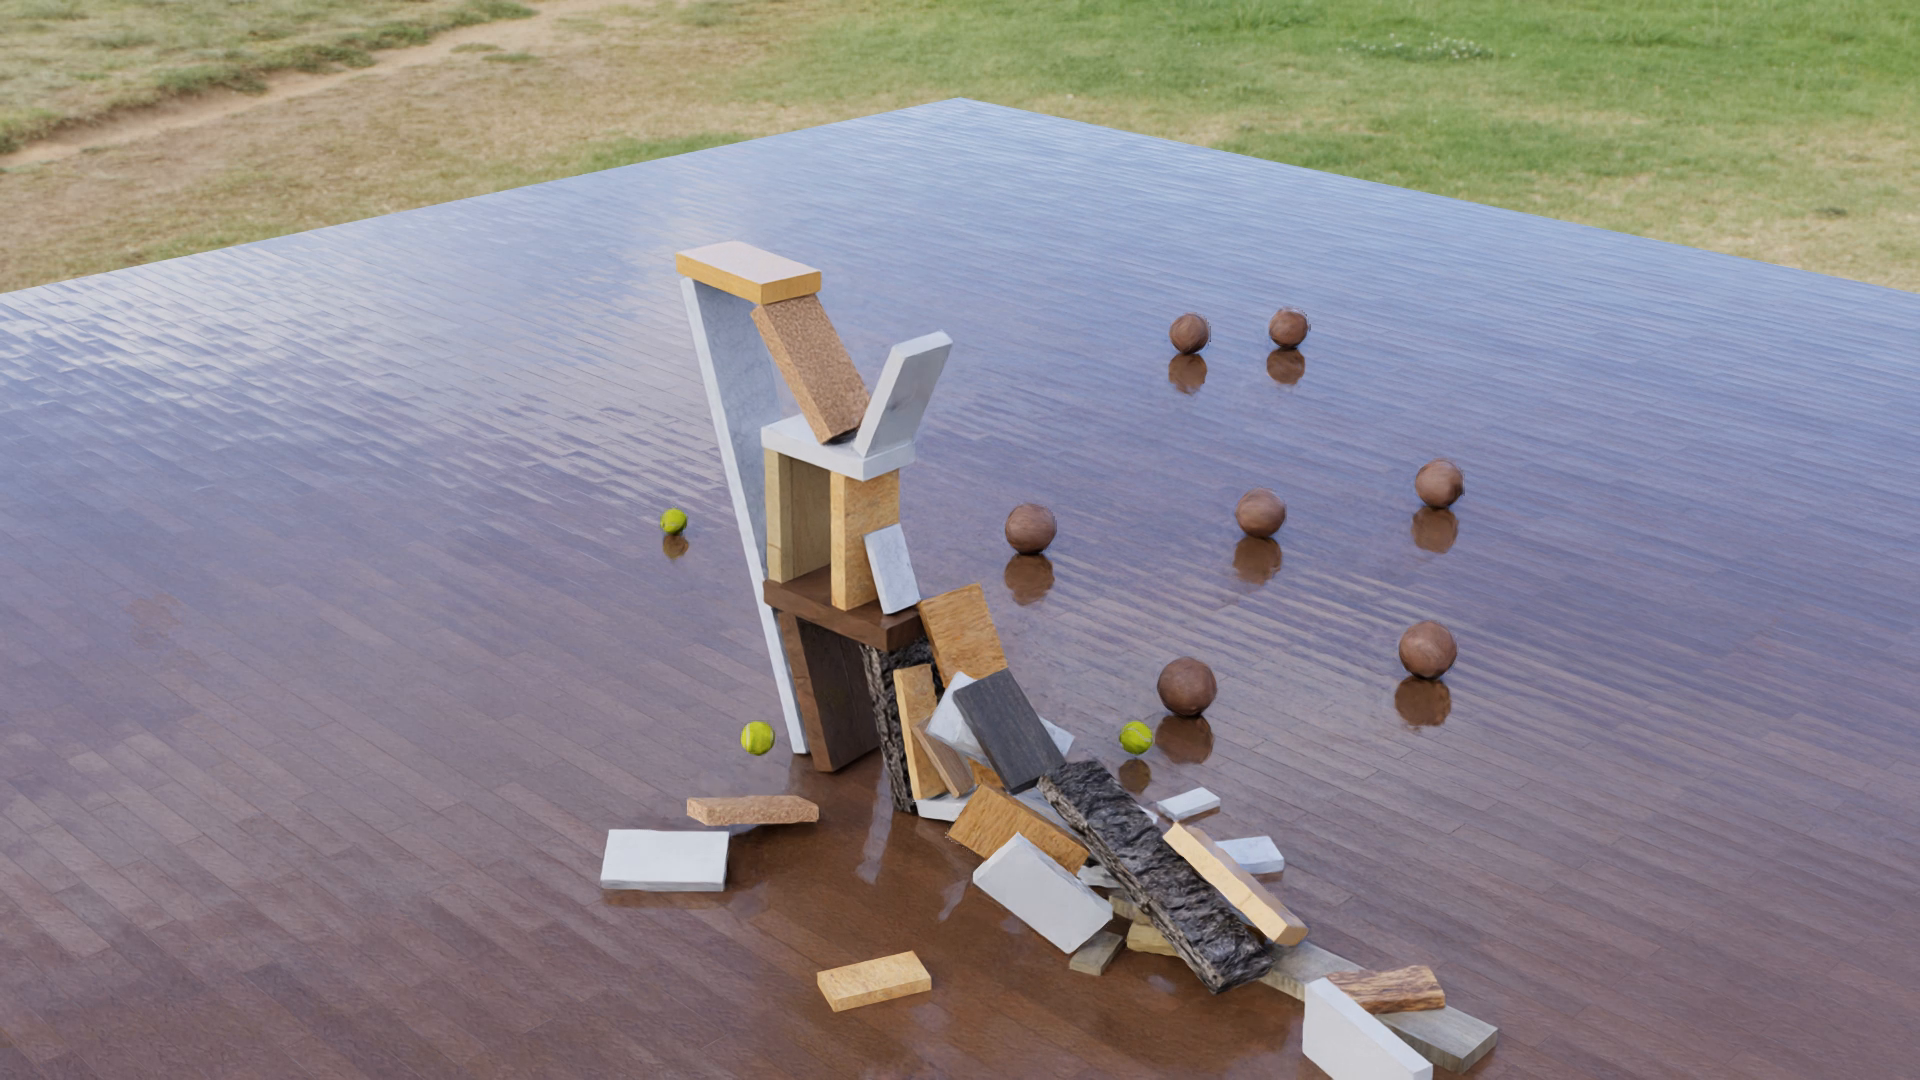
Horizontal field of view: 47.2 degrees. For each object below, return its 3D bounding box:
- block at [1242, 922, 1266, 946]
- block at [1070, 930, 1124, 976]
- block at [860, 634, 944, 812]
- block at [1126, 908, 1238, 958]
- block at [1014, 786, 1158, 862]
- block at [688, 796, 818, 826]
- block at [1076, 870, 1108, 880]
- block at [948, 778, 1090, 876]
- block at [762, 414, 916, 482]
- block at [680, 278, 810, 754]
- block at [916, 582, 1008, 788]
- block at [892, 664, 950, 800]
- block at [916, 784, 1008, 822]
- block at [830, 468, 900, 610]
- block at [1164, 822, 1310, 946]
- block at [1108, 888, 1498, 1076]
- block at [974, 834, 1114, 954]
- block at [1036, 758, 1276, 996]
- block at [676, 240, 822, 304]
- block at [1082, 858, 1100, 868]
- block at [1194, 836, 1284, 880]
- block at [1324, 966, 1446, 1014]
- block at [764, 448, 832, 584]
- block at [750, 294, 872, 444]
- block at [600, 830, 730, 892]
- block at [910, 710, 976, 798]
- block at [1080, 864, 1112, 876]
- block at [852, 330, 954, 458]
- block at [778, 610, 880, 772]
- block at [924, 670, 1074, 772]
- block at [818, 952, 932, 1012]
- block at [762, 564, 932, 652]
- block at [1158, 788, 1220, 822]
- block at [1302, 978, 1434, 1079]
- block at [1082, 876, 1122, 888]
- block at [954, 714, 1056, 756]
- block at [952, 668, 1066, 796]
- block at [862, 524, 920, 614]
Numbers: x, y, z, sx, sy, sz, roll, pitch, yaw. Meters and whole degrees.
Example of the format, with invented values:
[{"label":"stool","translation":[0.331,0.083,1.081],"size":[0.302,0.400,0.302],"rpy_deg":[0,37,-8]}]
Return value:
[{"label":"block","translation":[0.485,0.706,3.922],"size":[0.116,0.016,0.058],"rpy_deg":[20,48,6]},{"label":"block","translation":[0.248,0.746,3.981],"size":[0.058,0.016,0.116],"rpy_deg":[10,25,23]},{"label":"block","translation":[-0.089,0.355,4.472],"size":[0.176,0.352,0.050],"rpy_deg":[-22,16,-41]},{"label":"block","translation":[0.404,0.709,3.985],"size":[0.187,0.027,0.094],"rpy_deg":[3,45,26]},{"label":"block","translation":[0.219,0.509,4.075],"size":[0.267,0.038,0.134],"rpy_deg":[24,43,11]},{"label":"block","translation":[-0.411,0.535,4.359],"size":[0.232,0.033,0.116],"rpy_deg":[2,3,-26]},{"label":"block","translation":[0.249,0.628,4.214],"size":[0.055,0.016,0.111],"rpy_deg":[-23,14,-41]},{"label":"block","translation":[0.108,0.545,3.983],"size":[0.233,0.117,0.033],"rpy_deg":[32,13,1]},{"label":"block","translation":[-0.244,-0.191,4.384],"size":[0.290,0.041,0.145],"rpy_deg":[20,30,39]},{"label":"block","translation":[-0.399,-0.061,4.629],"size":[0.042,1.029,0.148],"rpy_deg":[-1,16,46]},{"label":"block","translation":[0.039,0.294,4.379],"size":[0.130,0.402,0.037],"rpy_deg":[-18,-2,-19]},{"label":"block","translation":[-0.076,0.383,4.410],"size":[0.082,0.261,0.023],"rpy_deg":[-9,0,-42]},{"label":"block","translation":[0.049,0.522,4.381],"size":[0.134,0.038,0.267],"rpy_deg":[-21,13,-39]},{"label":"block","translation":[-0.189,-0.016,4.397],"size":[0.145,0.290,0.041],"rpy_deg":[-20,31,-39]},{"label":"block","translation":[0.497,0.619,3.955],"size":[0.276,0.039,0.138],"rpy_deg":[42,7,27]},{"label":"block","translation":[0.595,0.760,3.927],"size":[0.752,0.033,0.117],"rpy_deg":[20,30,38]},{"label":"block","translation":[0.150,0.633,3.930],"size":[0.233,0.117,0.033],"rpy_deg":[39,22,-17]},{"label":"block","translation":[0.345,0.594,3.937],"size":[0.138,0.039,0.520],"rpy_deg":[-9,45,-42]},{"label":"block","translation":[-0.428,-0.542,4.435],"size":[0.148,0.042,0.296],"rpy_deg":[-18,29,-37]},{"label":"block","translation":[0.238,0.597,4.201],"size":[0.054,0.015,0.107],"rpy_deg":[-20,16,-26]},{"label":"block","translation":[0.528,0.618,4.271],"size":[0.181,0.026,0.090],"rpy_deg":[-5,23,-11]},{"label":"block","translation":[0.733,0.780,3.804],"size":[0.187,0.027,0.094],"rpy_deg":[-3,23,-7]},{"label":"block","translation":[-0.332,-0.070,4.525],"size":[0.041,0.290,0.145],"rpy_deg":[20,30,38]},{"label":"block","translation":[-0.286,-0.347,4.366],"size":[0.042,0.296,0.148],"rpy_deg":[-30,-3,44]},{"label":"block","translation":[-0.563,0.615,4.213],"size":[0.232,0.033,0.116],"rpy_deg":[1,47,2]},{"label":"block","translation":[-0.022,0.424,4.395],"size":[0.082,0.165,0.023],"rpy_deg":[-34,3,-40]},{"label":"block","translation":[0.276,0.612,4.172],"size":[0.055,0.016,0.111],"rpy_deg":[-24,18,-38]},{"label":"block","translation":[-0.110,-0.279,4.220],"size":[0.130,0.259,0.037],"rpy_deg":[-22,58,-41]},{"label":"block","translation":[-0.266,0.290,4.626],"size":[0.050,0.352,0.176],"rpy_deg":[-1,17,41]},{"label":"block","translation":[0.077,0.373,4.221],"size":[0.259,0.130,0.037],"rpy_deg":[30,-17,-6]},{"label":"block","translation":[-0.152,0.780,3.890],"size":[0.181,0.026,0.090],"rpy_deg":[-9,25,-20]},{"label":"block","translation":[-0.217,0.128,4.494],"size":[0.352,0.050,0.176],"rpy_deg":[19,30,38]},{"label":"block","translation":[0.466,0.537,4.474],"size":[0.116,0.016,0.058],"rpy_deg":[-14,27,-31]},{"label":"block","translation":[0.661,0.846,3.588],"size":[0.039,0.138,0.276],"rpy_deg":[-14,26,-26]},{"label":"block","translation":[0.290,0.641,4.182],"size":[0.111,0.016,0.055],"rpy_deg":[-6,12,46]},{"label":"block","translation":[0.085,0.374,4.179],"size":[0.181,0.026,0.090],"rpy_deg":[20,59,-9]},{"label":"block","translation":[0.092,0.358,4.112],"size":[0.116,0.033,0.232],"rpy_deg":[-23,59,-16]},{"label":"block","translation":[-0.136,0.057,4.388],"size":[0.082,0.165,0.023],"rpy_deg":[-21,10,-40]}]
